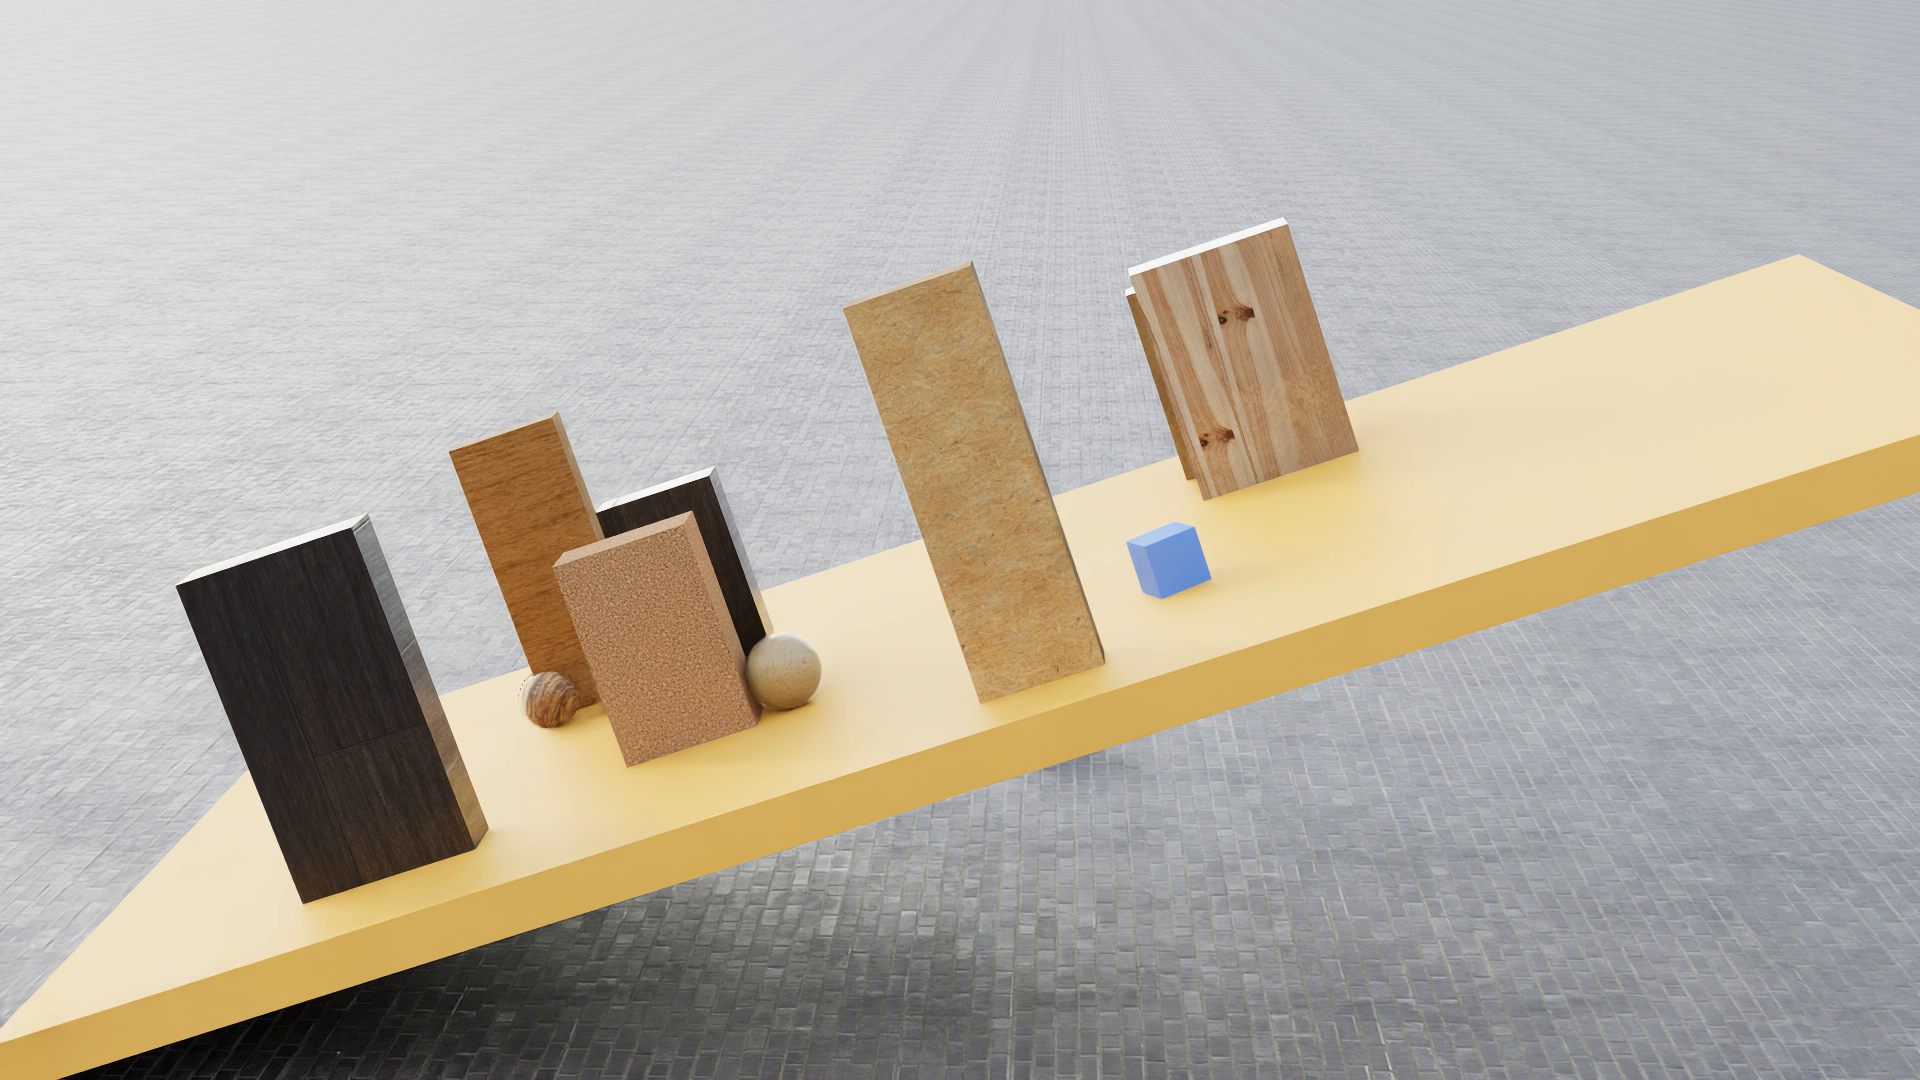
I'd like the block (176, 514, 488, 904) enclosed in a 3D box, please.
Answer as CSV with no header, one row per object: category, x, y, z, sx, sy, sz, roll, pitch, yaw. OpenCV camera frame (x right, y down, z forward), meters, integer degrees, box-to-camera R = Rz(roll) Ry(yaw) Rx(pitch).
block,-1.223,0.331,5.758,0.365,0.676,0.136,-18,11,6

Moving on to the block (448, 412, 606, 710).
block,-0.921,0.058,6.668,0.248,0.651,0.086,-18,11,6

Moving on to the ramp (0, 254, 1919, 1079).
ramp,0.106,0.181,6.306,4.000,0.100,2.000,-18,11,6

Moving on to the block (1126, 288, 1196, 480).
block,0.599,-0.409,6.895,0.293,0.460,0.111,-18,11,6

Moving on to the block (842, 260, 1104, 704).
block,0.030,-0.106,5.483,0.246,0.787,0.105,-18,11,6

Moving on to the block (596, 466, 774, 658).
block,-0.570,0.111,6.281,0.255,0.471,0.109,-18,11,6

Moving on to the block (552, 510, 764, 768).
block,-0.612,0.201,5.990,0.281,0.439,0.141,-18,11,6

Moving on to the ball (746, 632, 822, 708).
ball,-0.359,0.265,5.993,0.157,0.157,0.157,0,12,0

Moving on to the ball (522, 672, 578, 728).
ball,-0.916,0.358,6.572,0.128,0.128,0.128,0,12,0

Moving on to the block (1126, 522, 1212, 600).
block,0.418,0.040,5.897,0.112,0.112,0.112,-22,11,-13

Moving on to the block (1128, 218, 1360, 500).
block,0.637,-0.407,6.613,0.366,0.536,0.141,-18,11,6
